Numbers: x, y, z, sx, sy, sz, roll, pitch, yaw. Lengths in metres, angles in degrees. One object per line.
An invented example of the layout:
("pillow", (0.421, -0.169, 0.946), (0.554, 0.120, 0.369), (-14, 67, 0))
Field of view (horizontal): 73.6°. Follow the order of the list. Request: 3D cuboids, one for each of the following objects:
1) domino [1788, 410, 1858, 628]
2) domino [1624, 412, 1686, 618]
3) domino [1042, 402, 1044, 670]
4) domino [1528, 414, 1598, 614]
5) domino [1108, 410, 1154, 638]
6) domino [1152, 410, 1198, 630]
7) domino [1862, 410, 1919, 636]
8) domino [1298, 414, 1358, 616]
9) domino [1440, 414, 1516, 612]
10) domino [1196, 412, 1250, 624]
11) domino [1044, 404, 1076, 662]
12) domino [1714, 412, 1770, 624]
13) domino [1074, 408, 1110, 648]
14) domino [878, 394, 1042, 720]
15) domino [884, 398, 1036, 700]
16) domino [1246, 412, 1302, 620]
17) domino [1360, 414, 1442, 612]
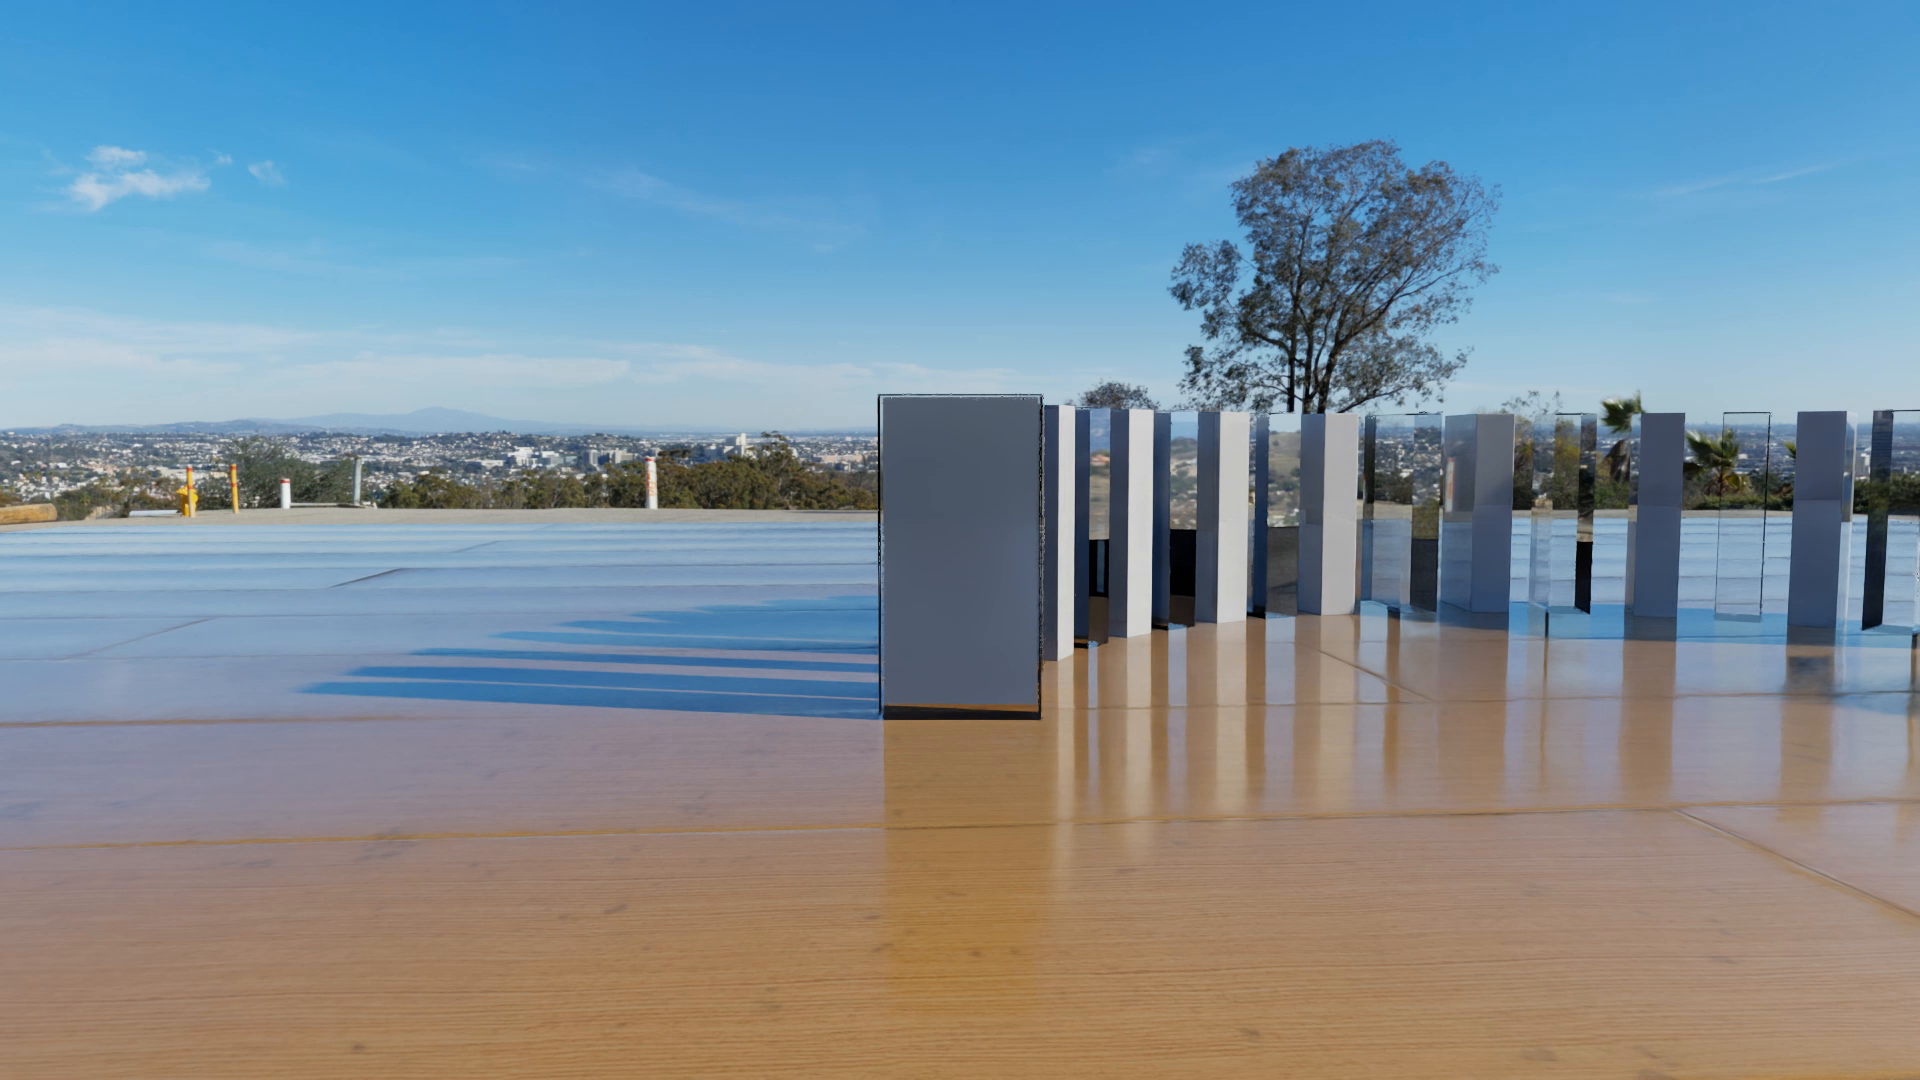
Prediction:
("domino", (0.206, -0.005, 0.307), (0.010, 0.050, 0.025), (4, 6, 39))
("domino", (0.176, -0.007, 0.325), (0.010, 0.050, 0.025), (2, 5, 23))
("domino", (0.002, 0.000, 0.238), (0.025, 0.050, 0.009), (1, 4, 12))
("domino", (0.155, -0.007, 0.331), (0.009, 0.050, 0.025), (1, 4, 13))
("domino", (0.030, -0.004, 0.291), (0.025, 0.050, 0.009), (4, 6, 41))
("domino", (0.043, -0.005, 0.304), (0.009, 0.050, 0.025), (-4, 6, -41))
("domino", (0.218, -0.005, 0.295), (0.025, 0.050, 0.009), (-4, 6, -40))
("domino", (0.091, -0.007, 0.330), (0.010, 0.050, 0.025), (-1, 4, -16))
("domino", (0.135, -0.008, 0.334), (0.009, 0.050, 0.025), (0, 4, 4))
("domino", (0.058, -0.006, 0.315), (0.010, 0.050, 0.025), (-3, 5, -32))
("domino", (0.010, -0.002, 0.259), (0.025, 0.050, 0.009), (2, 5, 24))
("domino", (0.193, -0.006, 0.316), (0.010, 0.050, 0.025), (3, 5, 31))
("domino", (0.019, -0.003, 0.276), (0.025, 0.050, 0.009), (3, 5, 32))
("domino", (0.000, 0.002, 0.201), (0.025, 0.050, 0.010), (0, 4, 0))
("domino", (0.000, 0.001, 0.217), (0.025, 0.050, 0.009), (0, 4, 2))
("domino", (0.074, -0.007, 0.323), (0.010, 0.050, 0.025), (-2, 5, -24))
("domino", (0.115, -0.008, 0.334), (0.010, 0.050, 0.025), (0, 4, -5))
